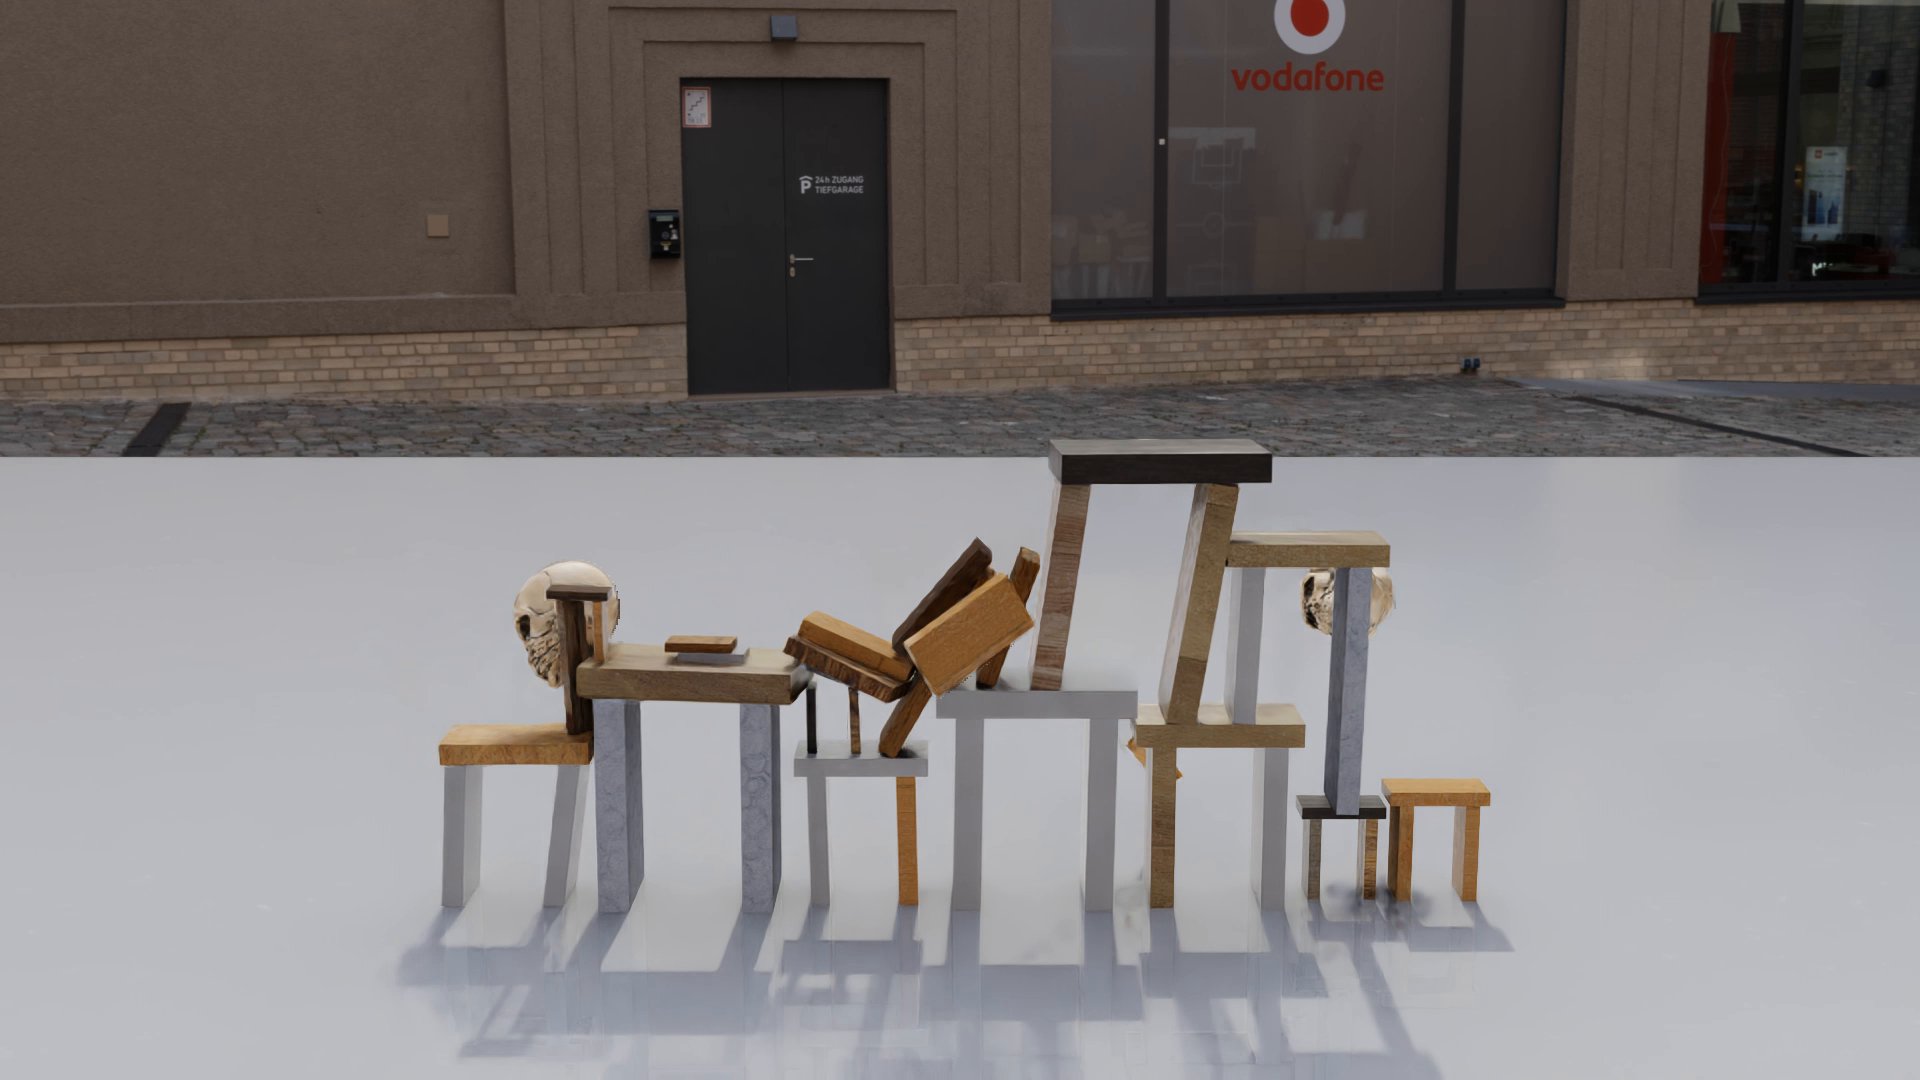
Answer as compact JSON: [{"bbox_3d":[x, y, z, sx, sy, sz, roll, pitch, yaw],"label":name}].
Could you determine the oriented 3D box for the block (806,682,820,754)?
[{"bbox_3d":[-0.242,0.291,3.616,0.015,0.108,0.054,0,11,1],"label":"block"}]

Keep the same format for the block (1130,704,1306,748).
[{"bbox_3d":[0.421,0.304,3.614,0.272,0.039,0.136,0,11,0],"label":"block"}]

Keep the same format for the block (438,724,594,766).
[{"bbox_3d":[-0.722,0.335,3.613,0.241,0.034,0.121,0,11,-1],"label":"block"}]

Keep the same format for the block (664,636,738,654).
[{"bbox_3d":[-0.424,0.171,3.599,0.109,0.015,0.054,1,11,5],"label":"block"}]

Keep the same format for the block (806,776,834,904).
[{"bbox_3d":[-0.232,0.483,3.649,0.031,0.218,0.109,-1,11,0],"label":"block"}]

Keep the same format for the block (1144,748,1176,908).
[{"bbox_3d":[0.331,0.457,3.643,0.039,0.272,0.136,0,11,0],"label":"block"}]

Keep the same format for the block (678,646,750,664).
[{"bbox_3d":[-0.403,0.187,3.596,0.109,0.015,0.054,1,11,5],"label":"block"}]

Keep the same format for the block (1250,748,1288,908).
[{"bbox_3d":[0.512,0.457,3.643,0.039,0.272,0.136,0,11,0],"label":"block"}]

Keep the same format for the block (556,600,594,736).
[{"bbox_3d":[-0.629,0.204,3.597,0.014,0.226,0.050,1,9,32],"label":"block"}]

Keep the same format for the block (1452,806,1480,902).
[{"bbox_3d":[0.841,0.509,3.659,0.023,0.163,0.081,0,11,0],"label":"block"}]

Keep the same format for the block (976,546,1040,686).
[{"bbox_3d":[0.078,0.124,3.580,0.030,0.213,0.107,20,10,-4],"label":"block"}]

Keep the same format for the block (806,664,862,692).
[{"bbox_3d":[-0.198,0.218,3.594,0.108,0.015,0.054,21,11,-6],"label":"block"}]

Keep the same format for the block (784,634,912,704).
[{"bbox_3d":[-0.182,0.205,3.574,0.193,0.027,0.097,25,11,14],"label":"block"}]

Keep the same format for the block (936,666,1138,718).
[{"bbox_3d":[0.124,0.249,3.605,0.323,0.046,0.162,0,11,0],"label":"block"}]

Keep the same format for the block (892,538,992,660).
[{"bbox_3d":[-0.029,0.094,3.573,0.030,0.213,0.107,40,7,-7],"label":"block"}]

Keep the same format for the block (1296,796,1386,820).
[{"bbox_3d":[0.631,0.443,3.647,0.139,0.020,0.069,0,11,0],"label":"block"}]

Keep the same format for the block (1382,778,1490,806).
[{"bbox_3d":[0.787,0.418,3.642,0.163,0.023,0.081,0,11,0],"label":"block"}]

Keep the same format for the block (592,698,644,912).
[{"bbox_3d":[-0.563,0.417,3.636,0.050,0.352,0.176,0,11,0],"label":"block"}]

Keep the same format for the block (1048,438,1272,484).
[{"bbox_3d":[0.319,-0.127,3.534,0.334,0.047,0.167,0,11,-5],"label":"block"}]

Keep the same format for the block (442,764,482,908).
[{"bbox_3d":[-0.823,0.472,3.641,0.034,0.241,0.121,4,11,1],"label":"block"}]

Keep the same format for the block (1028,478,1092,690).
[{"bbox_3d":[0.160,0.060,3.574,0.047,0.334,0.167,8,10,-2],"label":"block"}]

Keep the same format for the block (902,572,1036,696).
[{"bbox_3d":[0.014,0.147,3.424,0.194,0.097,0.027,-36,21,-16],"label":"block"}]

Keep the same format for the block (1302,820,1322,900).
[{"bbox_3d":[0.585,0.521,3.662,0.020,0.139,0.069,0,11,0],"label":"block"}]

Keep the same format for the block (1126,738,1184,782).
[{"bbox_3d":[0.347,0.393,3.924,0.015,0.109,0.054,-32,-14,-34],"label":"block"}]

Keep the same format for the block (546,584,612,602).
[{"bbox_3d":[-0.619,0.086,3.576,0.100,0.014,0.050,2,11,0],"label":"block"}]

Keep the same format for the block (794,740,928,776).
[{"bbox_3d":[-0.161,0.360,3.626,0.218,0.031,0.109,0,11,0],"label":"block"}]

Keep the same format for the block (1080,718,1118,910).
[{"bbox_3d":[0.229,0.431,3.639,0.046,0.323,0.162,1,11,0],"label":"block"}]

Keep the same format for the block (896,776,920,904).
[{"bbox_3d":[-0.086,0.483,3.649,0.031,0.218,0.109,-1,11,0],"label":"block"}]

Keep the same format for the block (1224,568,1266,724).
[{"bbox_3d":[0.463,0.159,3.584,0.036,0.257,0.129,2,11,0],"label":"block"}]

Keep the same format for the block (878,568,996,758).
[{"bbox_3d":[-0.037,0.196,3.593,0.030,0.334,0.107,29,9,-5],"label":"block"}]

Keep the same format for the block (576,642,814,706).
[{"bbox_3d":[-0.431,0.218,3.605,0.352,0.050,0.176,1,11,8],"label":"block"}]

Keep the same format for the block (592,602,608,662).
[{"bbox_3d":[-0.587,0.144,3.591,0.014,0.100,0.050,0,14,1],"label":"block"}]

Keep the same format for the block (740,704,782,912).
[{"bbox_3d":[-0.329,0.417,3.636,0.050,0.352,0.176,0,11,0],"label":"block"}]

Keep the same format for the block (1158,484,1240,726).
[{"bbox_3d":[0.386,0.090,3.580,0.047,0.392,0.167,9,10,-2],"label":"block"}]

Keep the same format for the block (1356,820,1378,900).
[{"bbox_3d":[0.678,0.521,3.662,0.020,0.139,0.069,0,11,0],"label":"block"}]

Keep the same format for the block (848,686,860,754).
[{"bbox_3d":[-0.175,0.290,3.613,0.015,0.108,0.054,-3,13,-6],"label":"block"}]

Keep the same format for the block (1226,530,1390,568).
[{"bbox_3d":[0.554,0.014,3.557,0.257,0.036,0.129,0,11,0],"label":"block"}]

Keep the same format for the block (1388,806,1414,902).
[{"bbox_3d":[0.733,0.509,3.659,0.023,0.163,0.081,0,11,0],"label":"block"}]

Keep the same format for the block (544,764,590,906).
[{"bbox_3d":[-0.650,0.471,3.643,0.034,0.241,0.121,8,11,-2],"label":"block"}]

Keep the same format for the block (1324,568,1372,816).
[{"bbox_3d":[0.634,0.234,3.598,0.036,0.409,0.129,1,11,0],"label":"block"}]

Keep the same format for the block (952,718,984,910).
[{"bbox_3d":[0.014,0.431,3.639,0.046,0.323,0.162,1,11,0],"label":"block"}]

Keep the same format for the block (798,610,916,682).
[{"bbox_3d":[-0.164,0.173,3.615,0.194,0.027,0.097,24,10,5],"label":"block"}]
